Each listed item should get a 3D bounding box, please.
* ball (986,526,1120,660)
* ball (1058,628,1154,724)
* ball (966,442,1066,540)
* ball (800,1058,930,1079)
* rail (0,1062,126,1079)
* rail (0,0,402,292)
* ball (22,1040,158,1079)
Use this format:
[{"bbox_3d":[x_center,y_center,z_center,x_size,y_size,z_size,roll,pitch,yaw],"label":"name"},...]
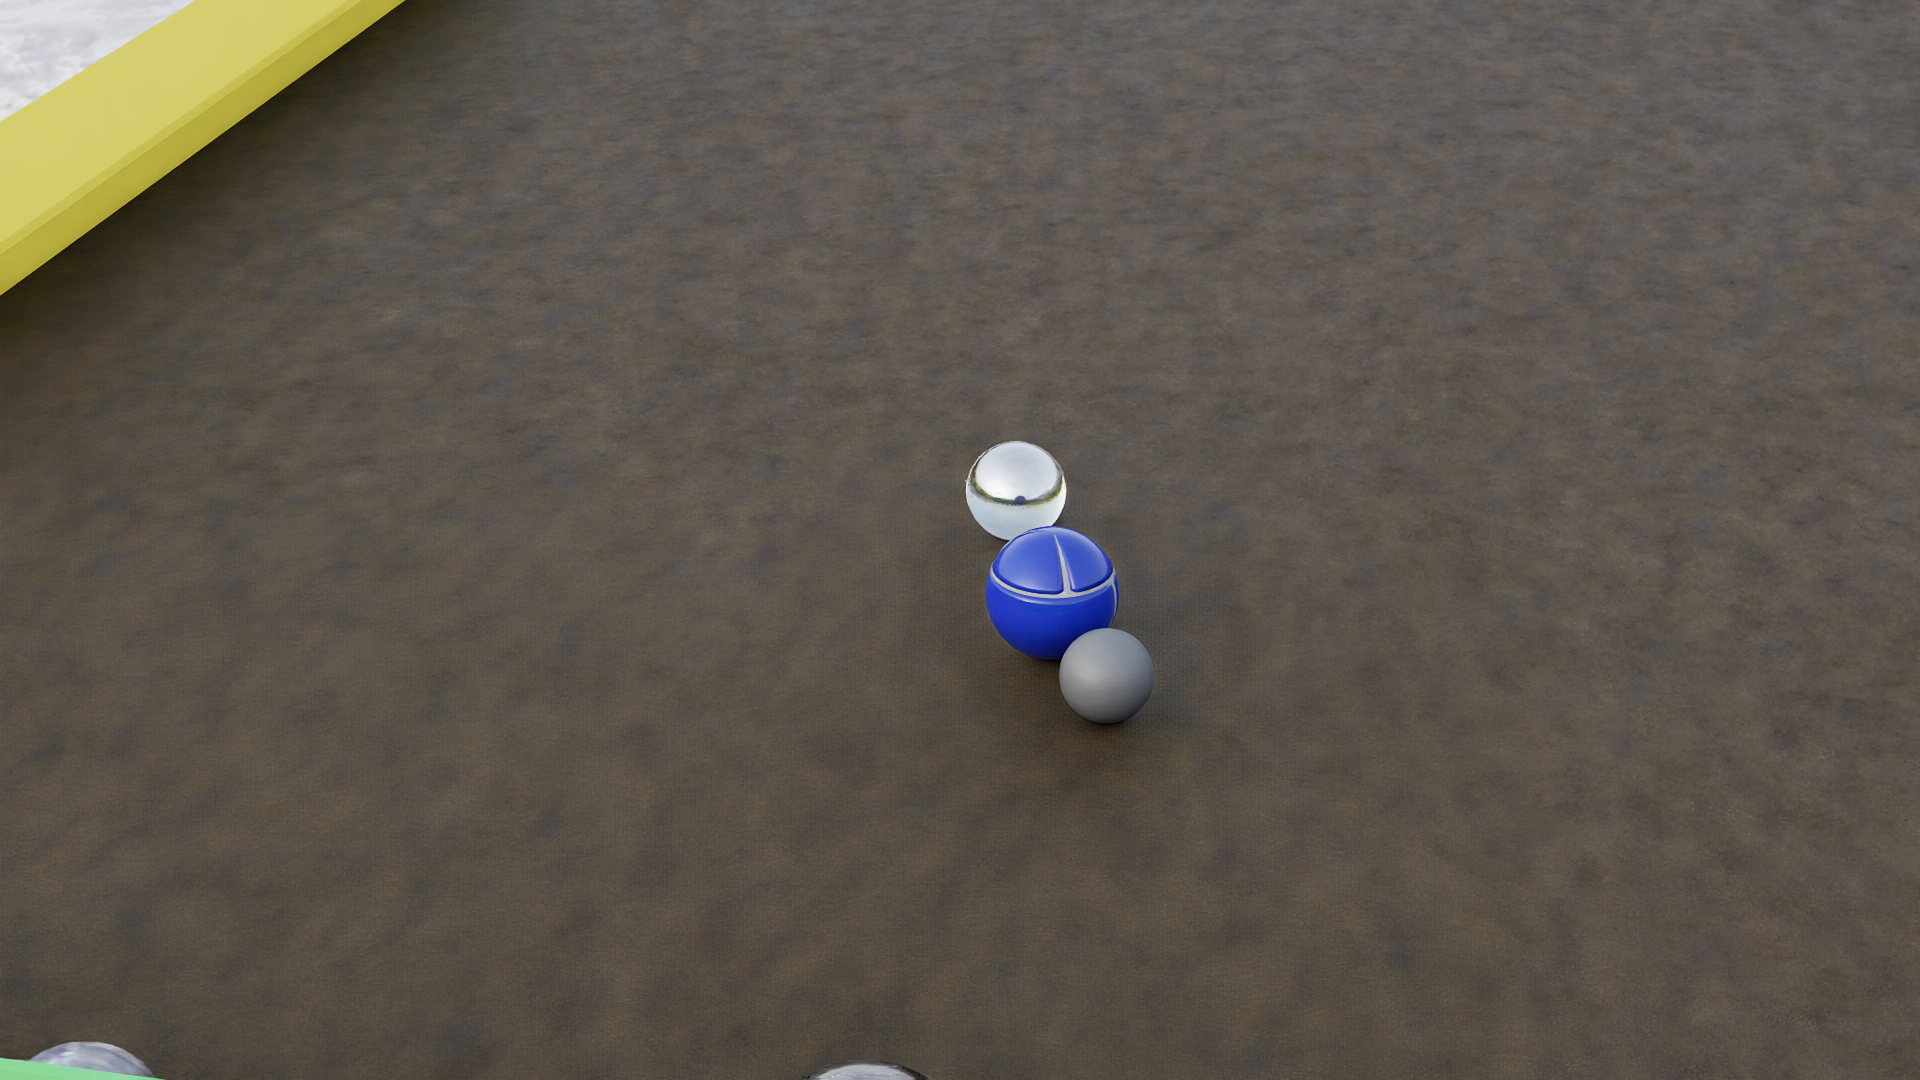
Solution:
[{"bbox_3d":[0.055,0.032,1.766,0.081,0.081,0.081,0,26,0],"label":"ball"},{"bbox_3d":[0.085,0.078,1.700,0.055,0.055,0.055,0,26,0],"label":"ball"},{"bbox_3d":[0.037,-0.032,1.913,0.065,0.065,0.065,0,26,0],"label":"ball"},{"bbox_3d":[-0.041,0.272,1.257,0.099,0.099,0.099,0,26,0],"label":"ball"},{"bbox_3d":[-0.146,0.282,1.199,1.694,0.128,0.045,5,27,11],"label":"rail"},{"bbox_3d":[-0.655,-0.416,2.623,0.045,0.128,2.943,5,27,11],"label":"rail"},{"bbox_3d":[-0.390,0.261,1.306,0.076,0.076,0.076,0,26,0],"label":"ball"}]
